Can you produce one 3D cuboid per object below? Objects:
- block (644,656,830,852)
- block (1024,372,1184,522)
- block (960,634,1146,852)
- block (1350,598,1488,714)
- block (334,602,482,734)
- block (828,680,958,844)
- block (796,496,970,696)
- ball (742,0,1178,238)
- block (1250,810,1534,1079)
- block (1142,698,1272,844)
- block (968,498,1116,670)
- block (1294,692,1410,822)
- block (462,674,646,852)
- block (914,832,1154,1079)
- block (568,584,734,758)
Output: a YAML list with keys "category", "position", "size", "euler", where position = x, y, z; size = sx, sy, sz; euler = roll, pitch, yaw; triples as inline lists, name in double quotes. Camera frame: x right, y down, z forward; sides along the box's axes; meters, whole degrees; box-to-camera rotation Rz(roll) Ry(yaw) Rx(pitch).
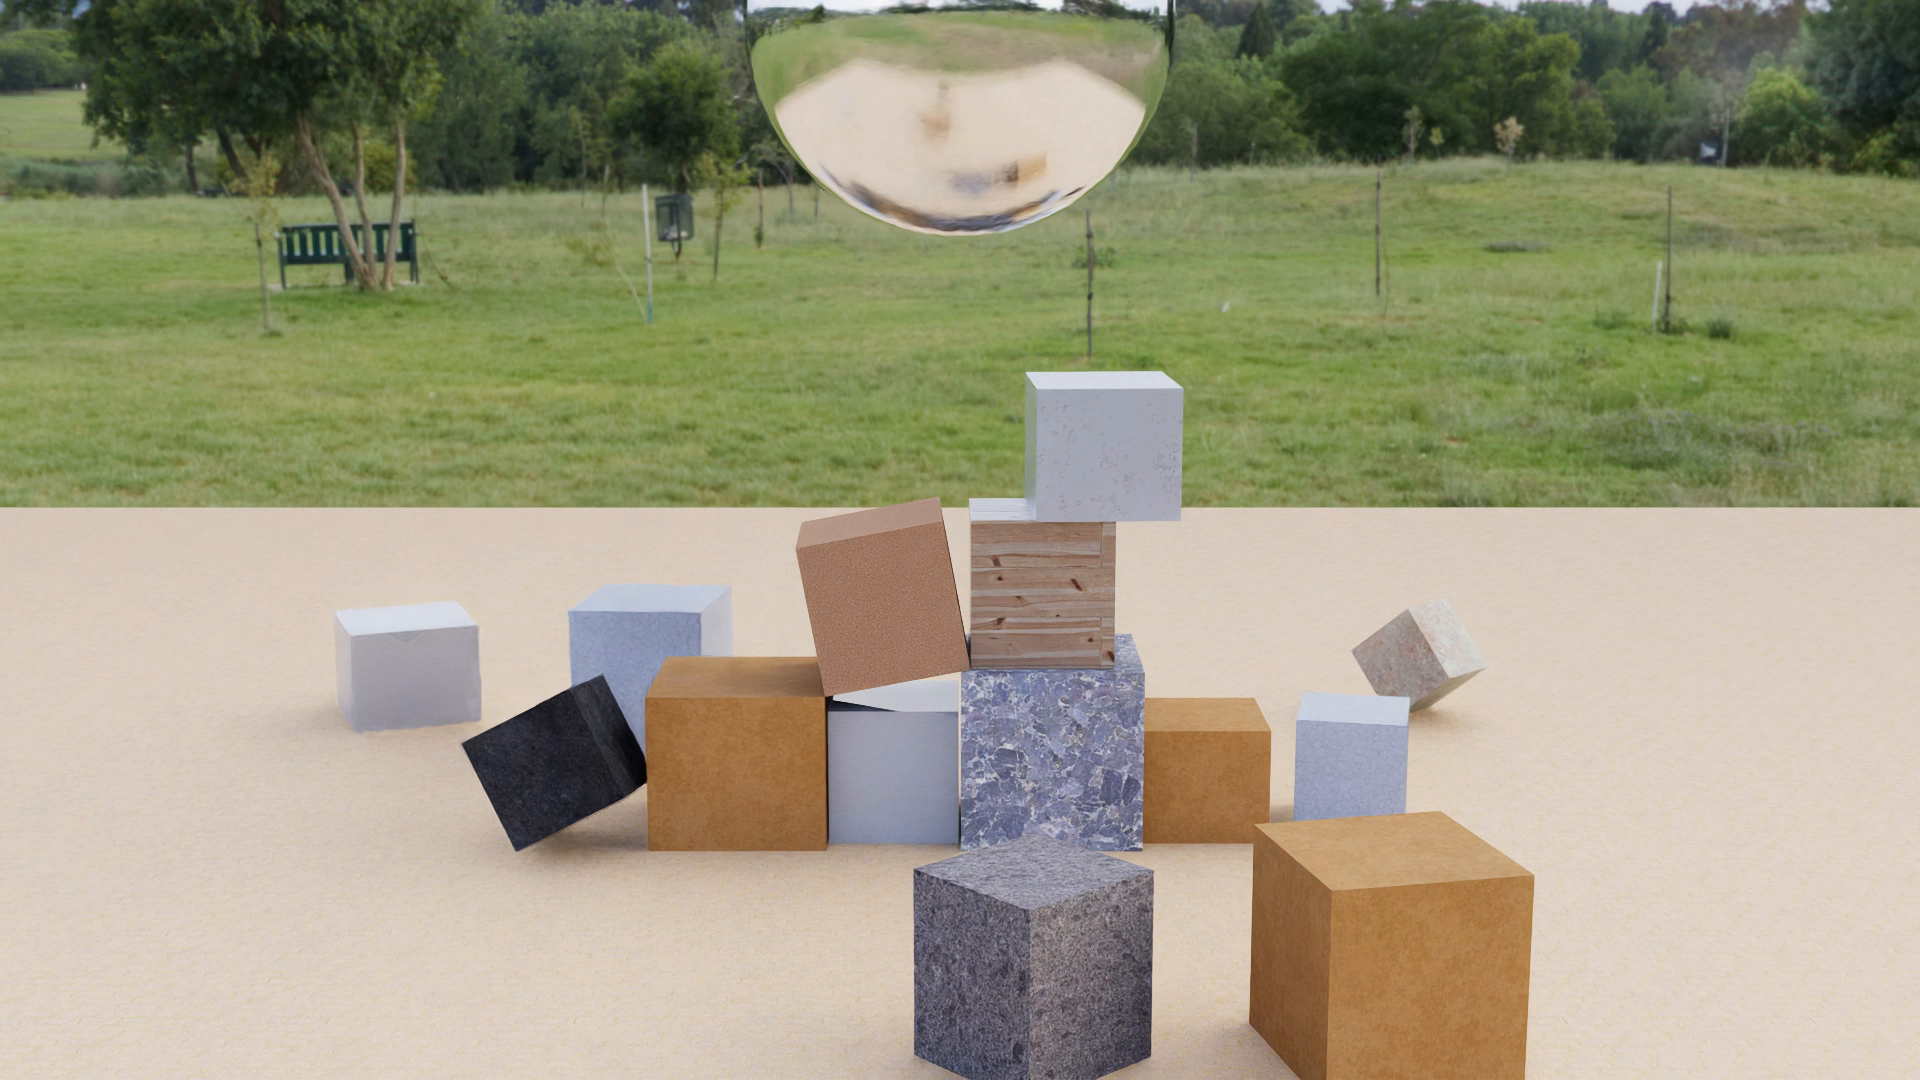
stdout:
- category: "block"
  position: [-1.115, 1.089, 11.364]
  size: [0.889, 0.791, 0.878]
  euler: [0, 10, 0]
- category: "block"
  position: [0.710, -0.481, 11.075]
  size: [0.711, 0.652, 0.792]
  euler: [0, 10, -2]
- category: "block"
  position: [0.459, 1.029, 11.352]
  size: [0.907, 0.915, 0.884]
  euler: [0, 10, 0]
- category: "block"
  position: [2.832, 0.731, 13.559]
  size: [0.436, 0.493, 0.520]
  euler: [-10, -25, -44]
- category: "block"
  position: [-3.426, 0.775, 13.624]
  size: [0.760, 0.600, 0.752]
  euler: [-4, 11, -23]
- category: "block"
  position: [-0.335, 1.139, 11.380]
  size: [0.655, 0.688, 0.645]
  euler: [0, 10, 0]
- category: "block"
  position: [-0.387, 0.274, 11.175]
  size: [0.731, 0.760, 0.754]
  euler: [-11, 10, 0]
- category: "ball"
  position: [0.000, -1.925, 8.129]
  size: [1.600, 1.600, 1.600]
  euler: [0, 10, 0]
- category: "block"
  position: [1.642, 1.591, 8.487]
  size: [0.796, 0.834, 0.808]
  euler: [-2, 11, -13]
- category: "block"
  position: [1.241, 1.186, 11.402]
  size: [0.642, 0.587, 0.674]
  euler: [0, 10, 0]
- category: "block"
  position: [0.406, 0.213, 11.181]
  size: [0.713, 0.752, 0.668]
  euler: [0, 10, -1]
- category: "block"
  position: [2.034, 1.171, 11.398]
  size: [0.551, 0.617, 0.585]
  euler: [2, 11, 12]
- category: "block"
  position: [-2.001, 1.106, 11.016]
  size: [0.607, 0.593, 0.641]
  euler: [-27, 0, 6]
- category: "block"
  position: [0.281, 1.632, 8.475]
  size: [0.664, 0.756, 0.637]
  euler: [-9, 14, -42]
- category: "block"
  position: [-1.776, 0.772, 12.785]
  size: [0.757, 0.891, 0.818]
  euler: [1, 10, 6]
